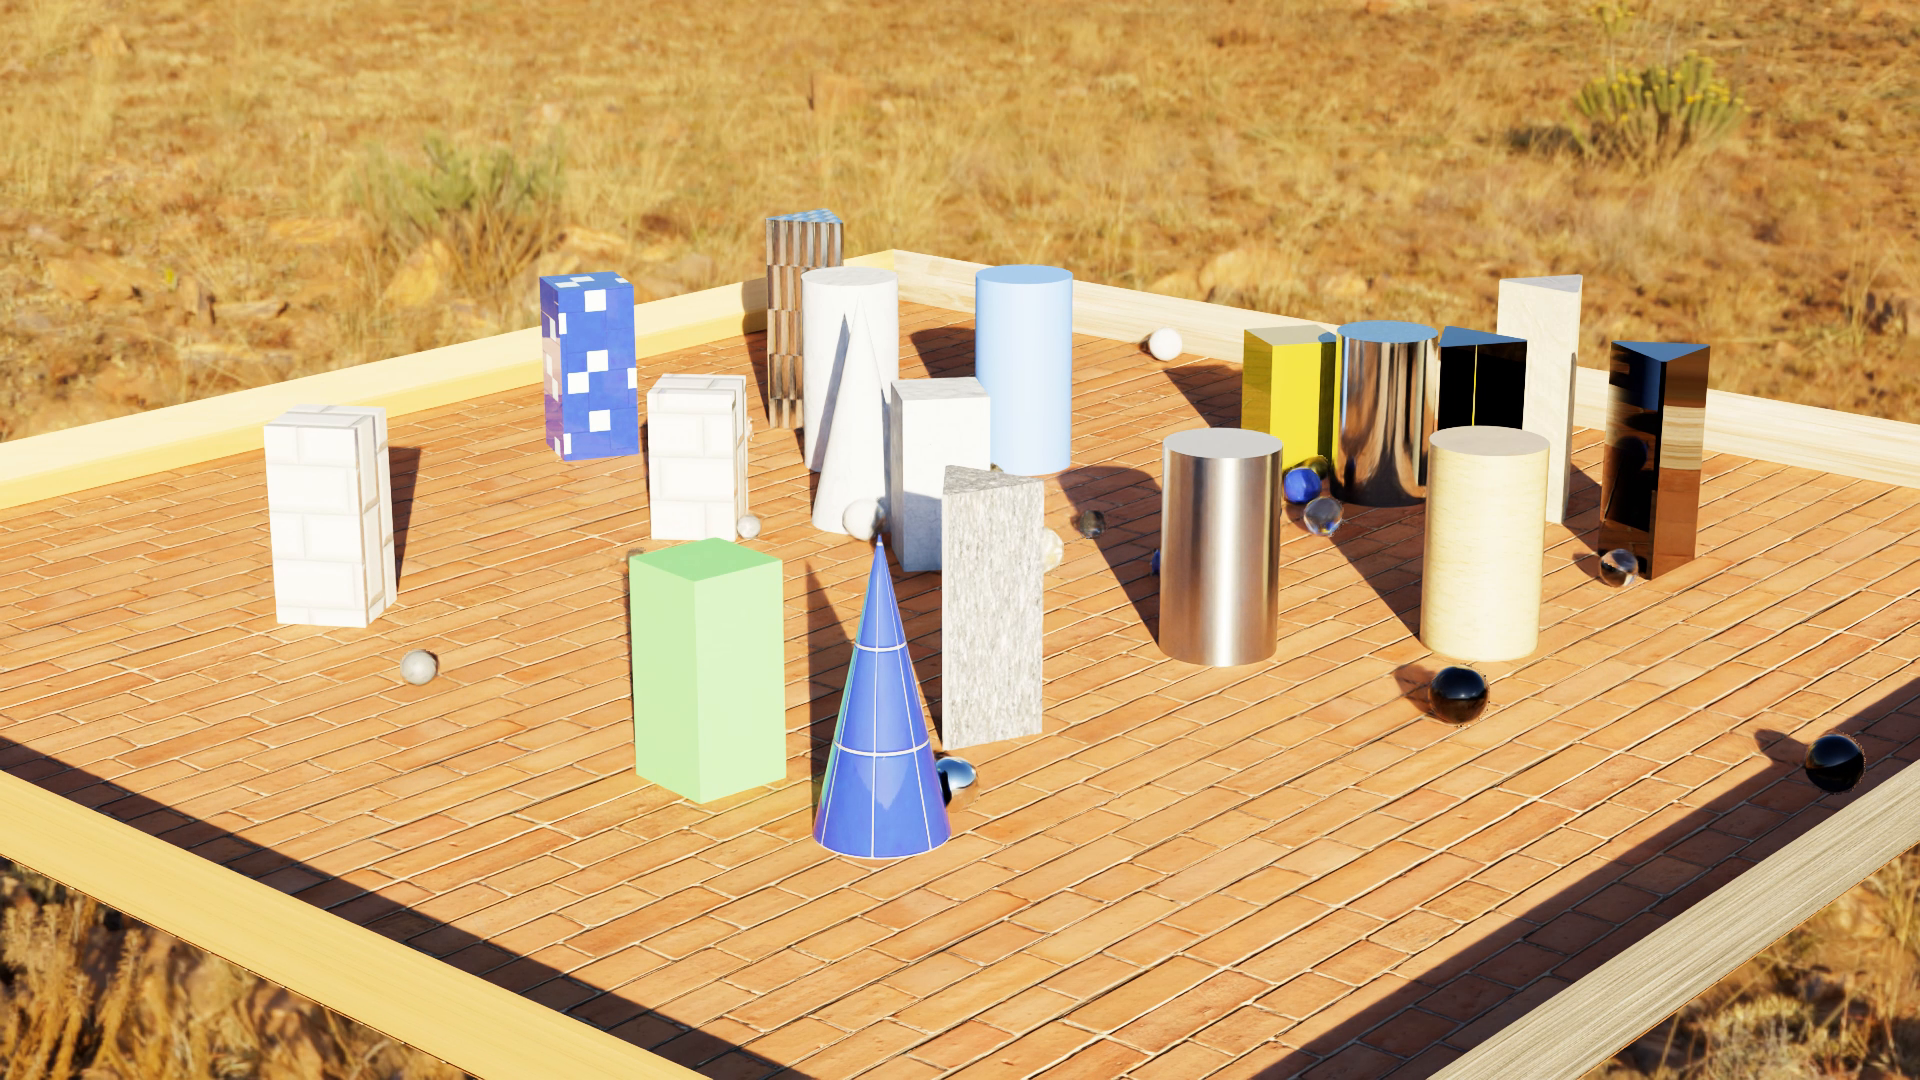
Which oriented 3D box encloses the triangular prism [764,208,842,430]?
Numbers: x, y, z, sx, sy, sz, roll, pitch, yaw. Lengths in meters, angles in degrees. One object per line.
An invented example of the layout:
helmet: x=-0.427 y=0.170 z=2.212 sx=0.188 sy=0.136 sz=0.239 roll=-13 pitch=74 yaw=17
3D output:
triangular prism: x=-0.306 y=-0.469 z=6.226 sx=0.169 sy=0.449 sz=0.146 roll=5 pitch=17 yaw=15

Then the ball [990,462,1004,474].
ball: x=0.050 y=-0.110 z=5.669 sx=0.084 sy=0.084 sz=0.084 roll=0 pitch=17 yaw=0

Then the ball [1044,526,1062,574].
ball: x=0.141 y=0.018 z=5.241 sx=0.086 sy=0.086 sz=0.086 roll=0 pitch=17 yaw=0

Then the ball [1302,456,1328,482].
ball: x=0.704 y=-0.140 z=5.820 sx=0.053 sy=0.053 sz=0.053 roll=0 pitch=17 yaw=0

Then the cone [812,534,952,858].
cone: x=-0.109 y=0.198 z=4.033 sx=0.195 sy=0.438 sz=0.195 roll=0 pitch=17 yaw=0

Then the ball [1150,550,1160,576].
ball: x=0.367 y=0.042 z=5.217 sx=0.054 sy=0.054 sz=0.054 roll=0 pitch=17 yaw=0

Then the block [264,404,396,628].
block: x=-1.070 y=-0.043 z=4.994 sx=0.156 sy=0.344 sz=0.156 roll=3 pitch=17 yaw=9

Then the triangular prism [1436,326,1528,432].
triangular prism: x=0.893 y=-0.159 z=5.239 sx=0.169 sy=0.425 sz=0.146 roll=-5 pitch=17 yaw=-16

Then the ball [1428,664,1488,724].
ball: x=0.765 y=0.238 z=4.501 sx=0.092 sy=0.092 sz=0.092 roll=0 pitch=17 yaw=0

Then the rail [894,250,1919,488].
rail: x=1.130 y=-0.344 z=6.366 sx=3.483 sy=0.127 sz=0.045 roll=14 pitch=22 yaw=39

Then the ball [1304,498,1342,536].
ball: x=0.677 y=-0.044 z=5.470 sx=0.072 sy=0.072 sz=0.072 roll=0 pitch=17 yaw=0

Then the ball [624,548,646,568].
ball: x=-0.582 y=0.035 z=5.265 sx=0.040 sy=0.040 sz=0.040 roll=0 pitch=17 yaw=0

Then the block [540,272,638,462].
block: x=-0.762 y=-0.358 z=6.025 sx=0.156 sy=0.353 sz=0.156 roll=-7 pitch=18 yaw=-21

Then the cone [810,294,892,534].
cone: x=-0.186 y=-0.252 z=5.512 sx=0.195 sy=0.446 sz=0.195 roll=0 pitch=17 yaw=0

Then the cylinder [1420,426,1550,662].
cylinder: x=0.864 y=0.004 z=4.833 sx=0.195 sy=0.347 sz=0.195 roll=0 pitch=17 yaw=0

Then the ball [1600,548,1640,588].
ball: x=1.161 y=0.050 z=5.166 sx=0.069 sy=0.069 sz=0.069 roll=0 pitch=17 yaw=0

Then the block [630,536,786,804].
block: x=-0.365 y=0.186 z=4.253 sx=0.156 sy=0.334 sz=0.156 roll=-14 pitch=22 yaw=-40

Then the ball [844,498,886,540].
ball: x=-0.177 y=-0.039 z=5.441 sx=0.078 sy=0.078 sz=0.078 roll=0 pitch=17 yaw=0

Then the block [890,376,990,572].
block: x=-0.036 y=-0.120 z=5.299 sx=0.156 sy=0.316 sz=0.156 roll=-3 pitch=17 yaw=-9

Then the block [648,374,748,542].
block: x=-0.488 y=-0.156 z=5.482 sx=0.156 sy=0.278 sz=0.156 roll=2 pitch=17 yaw=5

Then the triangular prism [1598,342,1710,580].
triangular prism: x=1.223 y=-0.152 z=5.260 sx=0.146 sy=0.399 sz=0.169 roll=14 pitch=22 yaw=38

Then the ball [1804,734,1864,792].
ball: x=1.263 y=0.322 z=4.235 sx=0.084 sy=0.084 sz=0.084 roll=0 pitch=17 yaw=0

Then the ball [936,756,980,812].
ball: x=-0.011 y=0.346 z=4.166 sx=0.078 sy=0.078 sz=0.078 roll=0 pitch=17 yaw=0

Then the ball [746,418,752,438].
ball: x=-0.462 y=-0.233 z=6.119 sx=0.059 sy=0.059 sz=0.059 roll=0 pitch=17 yaw=0

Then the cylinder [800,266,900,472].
cylinder: x=-0.220 y=-0.343 z=5.916 sx=0.195 sy=0.386 sz=0.195 roll=0 pitch=17 yaw=0

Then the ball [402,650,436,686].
ball: x=-0.863 y=0.204 z=4.676 sx=0.055 sy=0.055 sz=0.055 roll=0 pitch=17 yaw=0

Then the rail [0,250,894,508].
rail: x=-1.297 y=-0.293 z=6.198 sx=0.045 sy=0.127 sz=3.495 roll=14 pitch=22 yaw=39

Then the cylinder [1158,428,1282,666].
cylinder: x=0.427 y=0.010 z=4.809 sx=0.195 sy=0.350 sz=0.195 roll=0 pitch=17 yaw=0

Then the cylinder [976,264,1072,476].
cylinder: x=0.128 y=-0.344 z=5.914 sx=0.195 sy=0.390 sz=0.195 roll=0 pitch=17 yaw=0

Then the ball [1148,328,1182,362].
ball: x=0.478 y=-0.455 z=6.821 sx=0.079 sy=0.079 sz=0.079 roll=0 pitch=17 yaw=0

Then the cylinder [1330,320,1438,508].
cylinder: x=0.824 y=-0.246 z=5.701 sx=0.195 sy=0.326 sz=0.195 roll=0 pitch=17 yaw=0

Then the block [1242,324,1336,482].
block: x=0.667 y=-0.276 z=5.882 sx=0.156 sy=0.278 sz=0.156 roll=-5 pitch=17 yaw=-15

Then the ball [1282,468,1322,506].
ball: x=0.661 y=-0.104 z=5.664 sx=0.074 sy=0.074 sz=0.074 roll=0 pitch=17 yaw=0

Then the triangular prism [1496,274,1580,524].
triangular prism: x=1.130 y=-0.277 z=5.595 sx=0.169 sy=0.445 sz=0.146 roll=16 pitch=23 yaw=42

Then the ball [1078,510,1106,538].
ball: x=0.248 y=-0.031 z=5.460 sx=0.052 sy=0.052 sz=0.052 roll=0 pitch=17 yaw=0

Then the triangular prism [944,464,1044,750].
triangular prism: x=0.017 y=0.095 z=4.445 sx=0.169 sy=0.398 sz=0.146 roll=-9 pitch=19 yaw=-27

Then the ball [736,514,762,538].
ball: x=-0.393 y=-0.026 z=5.454 sx=0.046 sy=0.046 sz=0.046 roll=0 pitch=17 yaw=0

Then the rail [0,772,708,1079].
rail: x=-1.130 y=0.408 z=3.874 sx=3.483 sy=0.127 sz=0.045 roll=14 pitch=22 yaw=39

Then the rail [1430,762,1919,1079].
rail: x=1.297 y=0.357 z=4.042 sx=0.045 sy=0.127 sz=3.495 roll=14 pitch=22 yaw=39
